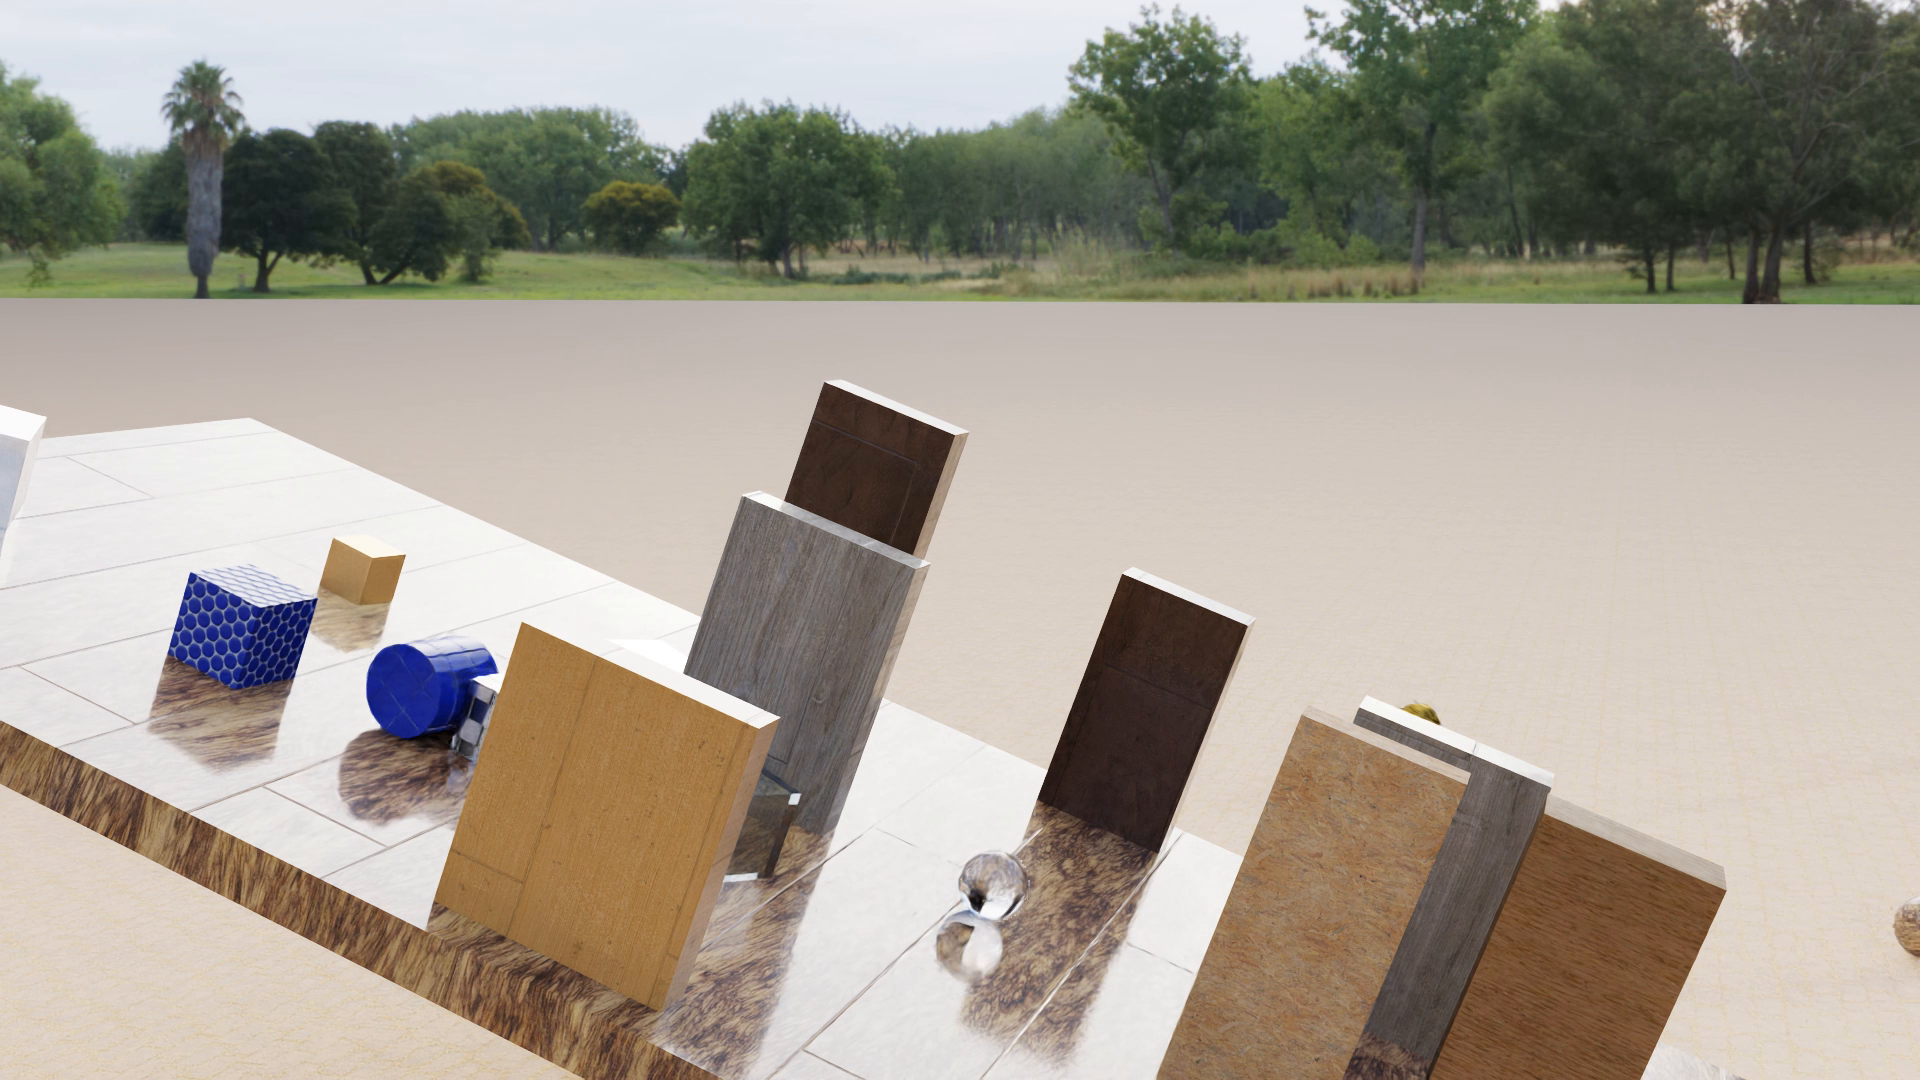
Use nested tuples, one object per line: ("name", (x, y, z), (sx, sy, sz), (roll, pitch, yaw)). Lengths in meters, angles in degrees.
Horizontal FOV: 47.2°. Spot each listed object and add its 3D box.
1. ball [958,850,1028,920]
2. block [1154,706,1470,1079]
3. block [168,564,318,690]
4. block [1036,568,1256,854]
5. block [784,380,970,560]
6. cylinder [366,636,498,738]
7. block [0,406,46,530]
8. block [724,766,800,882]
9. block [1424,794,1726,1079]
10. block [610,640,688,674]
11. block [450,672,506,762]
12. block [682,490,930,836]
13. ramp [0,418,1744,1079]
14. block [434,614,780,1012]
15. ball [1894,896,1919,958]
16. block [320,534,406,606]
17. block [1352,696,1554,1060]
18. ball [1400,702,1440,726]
("ball", (0.062, 0.643, 4.100), (0.129, 0.129, 0.129), (0, 7, 0))
("block", (0.564, 0.641, 3.570), (0.277, 0.689, 0.082), (23, 13, 13))
("block", (-1.304, 0.156, 4.002), (0.162, 0.162, 0.162), (24, 13, 19))
("block", (0.407, 0.372, 4.822), (0.294, 0.547, 0.107), (23, 13, 13))
("block", (-0.254, 0.062, 4.681), (0.305, 0.741, 0.101), (23, 13, 13))
("cylinder", (-0.965, 0.267, 4.030), (0.170, 0.170, 0.170), (3, 4, 26))
("block", (-1.931, -0.157, 4.320), (0.187, 0.187, 0.187), (16, 13, -17))
("block", (-0.423, 0.490, 3.909), (0.169, 0.169, 0.169), (29, 15, 37))
("block", (0.897, 0.784, 3.389), (0.279, 0.722, 0.135), (23, 13, 13))
("block", (-0.629, 0.309, 4.383), (0.165, 0.165, 0.165), (29, 15, 36))
("block", (-0.815, 0.338, 4.022), (0.142, 0.142, 0.142), (25, 13, 22))
("block", (-0.327, 0.236, 4.238), (0.371, 0.559, 0.089), (23, 13, 13))
("ramp", (-0.330, 0.601, 4.209), (4.000, 0.100, 2.000), (23, 13, 13))
("block", (-0.542, 0.412, 3.345), (0.407, 0.475, 0.083), (23, 13, 13))
("ball", (2.620, 1.049, 5.955), (0.171, 0.171, 0.171), (0, 7, 0))
("block", (-1.252, 0.062, 4.612), (0.109, 0.109, 0.109), (25, 13, 21))
("block", (0.846, 0.648, 4.230), (0.380, 0.582, 0.119), (23, 13, 13))
("ball", (1.787, 0.727, 8.601), (0.180, 0.180, 0.180), (0, 7, 0))
